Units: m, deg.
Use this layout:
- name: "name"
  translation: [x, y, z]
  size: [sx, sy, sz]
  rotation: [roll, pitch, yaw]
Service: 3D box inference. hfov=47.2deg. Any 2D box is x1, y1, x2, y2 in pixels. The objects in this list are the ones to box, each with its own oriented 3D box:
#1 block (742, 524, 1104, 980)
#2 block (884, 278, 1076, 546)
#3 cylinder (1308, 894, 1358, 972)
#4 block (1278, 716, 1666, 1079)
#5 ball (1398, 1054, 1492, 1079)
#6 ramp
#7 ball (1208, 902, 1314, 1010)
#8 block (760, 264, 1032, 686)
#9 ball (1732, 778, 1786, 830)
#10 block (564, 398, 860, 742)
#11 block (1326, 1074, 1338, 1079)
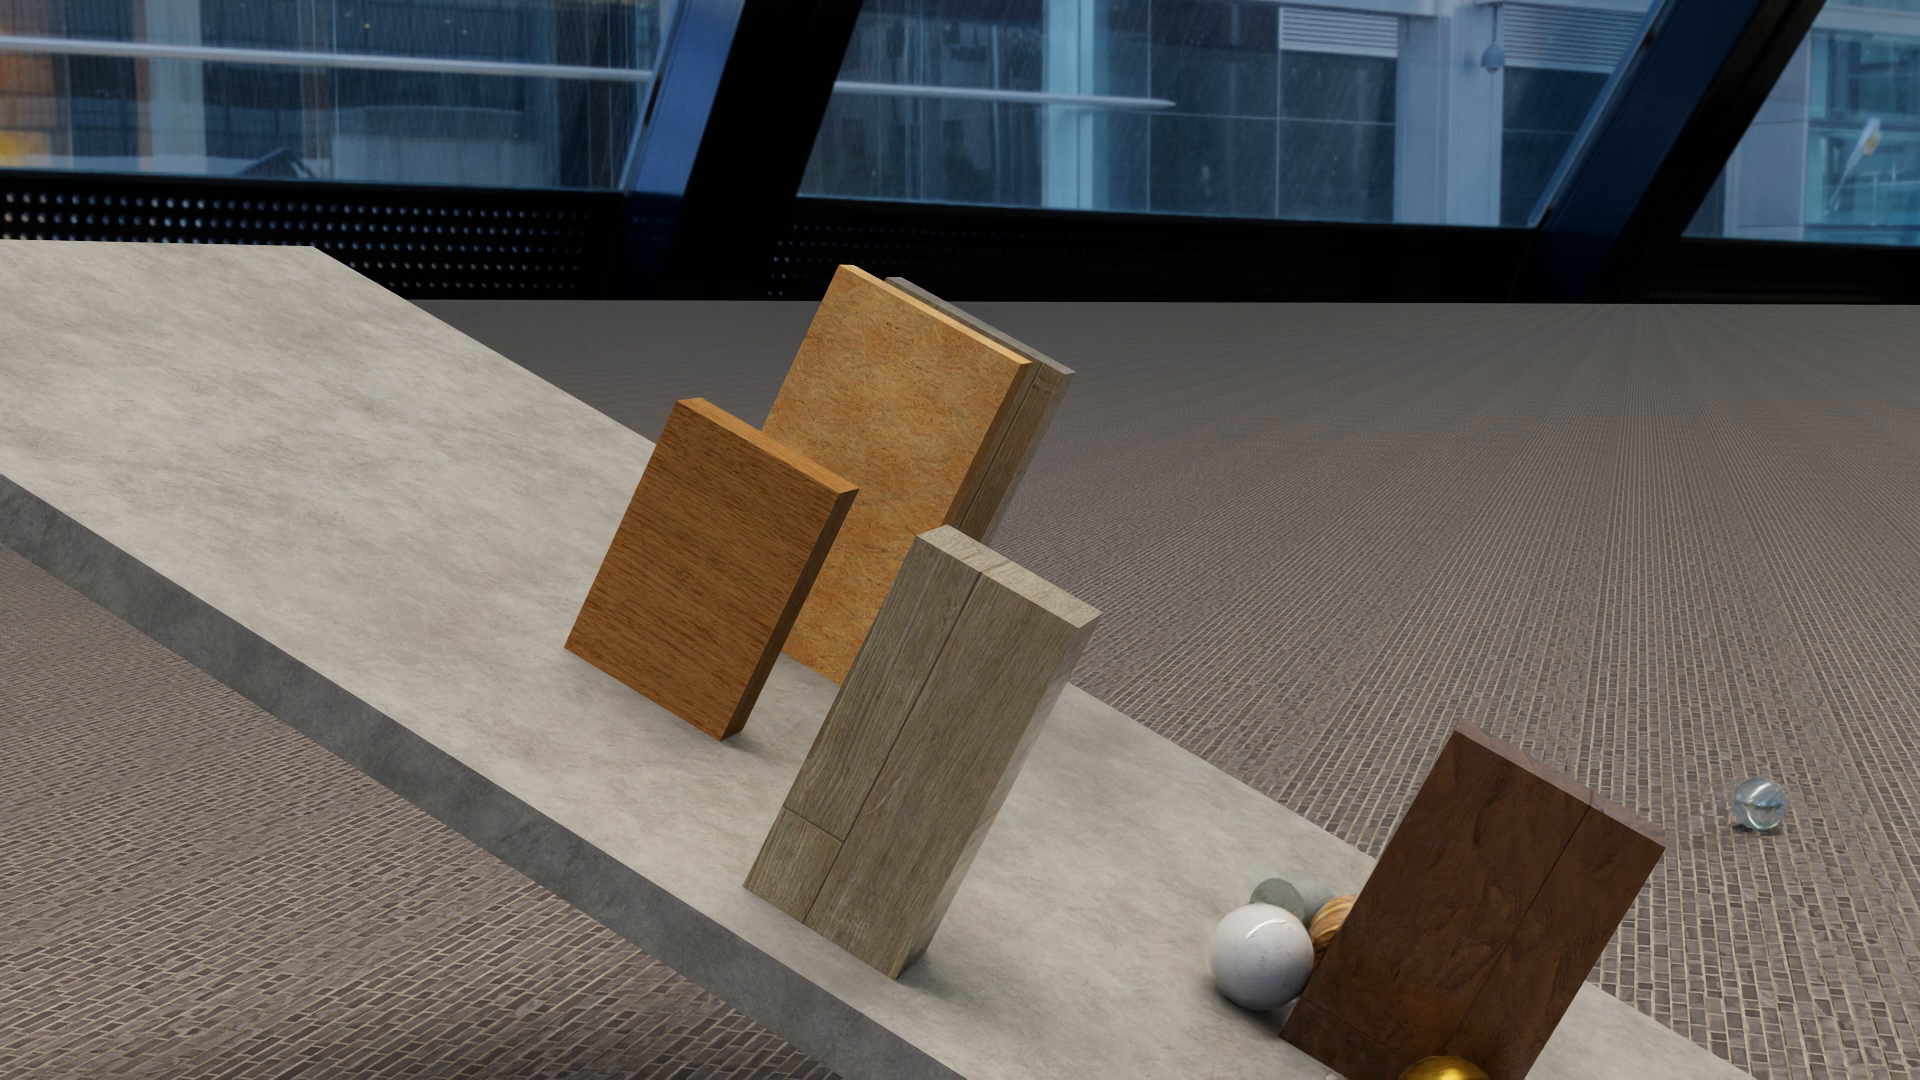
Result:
- name: "block"
  translation: [-0.058, 0.314, 3.269]
  size: [0.270, 0.606, 0.149]
  rotation: [30, 14, 12]
- name: "block"
  translation: [-0.108, -0.144, 4.649]
  size: [0.431, 0.698, 0.098]
  rotation: [30, 14, 12]
- name: "cylinder"
  translation: [0.710, 0.754, 3.947]
  size: [0.186, 0.186, 0.186]
  rotation: [2, 9, 13]
- name: "block"
  translation: [0.846, 0.657, 3.658]
  size: [0.374, 0.611, 0.117]
  rotation: [30, 14, 12]
- name: "ball"
  translation: [0.774, 0.912, 3.502]
  size: [0.180, 0.180, 0.180]
  rotation: [0, 7, 0]
- name: "ramp"
  translation: [-0.233, 0.389, 4.153]
  size: [4.000, 0.100, 2.000]
  rotation: [30, 14, 12]
- name: "ball"
  translation: [0.514, 0.711, 3.759]
  size: [0.180, 0.180, 0.180]
  rotation: [0, 7, 0]
- name: "block"
  translation: [-0.206, -0.116, 4.299]
  size: [0.407, 0.731, 0.083]
  rotation: [30, 14, 12]
- name: "ball"
  translation: [2.667, 0.881, 7.341]
  size: [0.173, 0.173, 0.173]
  rotation: [0, 7, 0]
- name: "block"
  translation: [-0.431, 0.049, 3.796]
  size: [0.329, 0.488, 0.101]
  rotation: [30, 14, 12]
- name: "block"
  translation: [0.568, 0.898, 3.318]
  size: [0.112, 0.112, 0.112]
  rotation: [31, 14, 16]
